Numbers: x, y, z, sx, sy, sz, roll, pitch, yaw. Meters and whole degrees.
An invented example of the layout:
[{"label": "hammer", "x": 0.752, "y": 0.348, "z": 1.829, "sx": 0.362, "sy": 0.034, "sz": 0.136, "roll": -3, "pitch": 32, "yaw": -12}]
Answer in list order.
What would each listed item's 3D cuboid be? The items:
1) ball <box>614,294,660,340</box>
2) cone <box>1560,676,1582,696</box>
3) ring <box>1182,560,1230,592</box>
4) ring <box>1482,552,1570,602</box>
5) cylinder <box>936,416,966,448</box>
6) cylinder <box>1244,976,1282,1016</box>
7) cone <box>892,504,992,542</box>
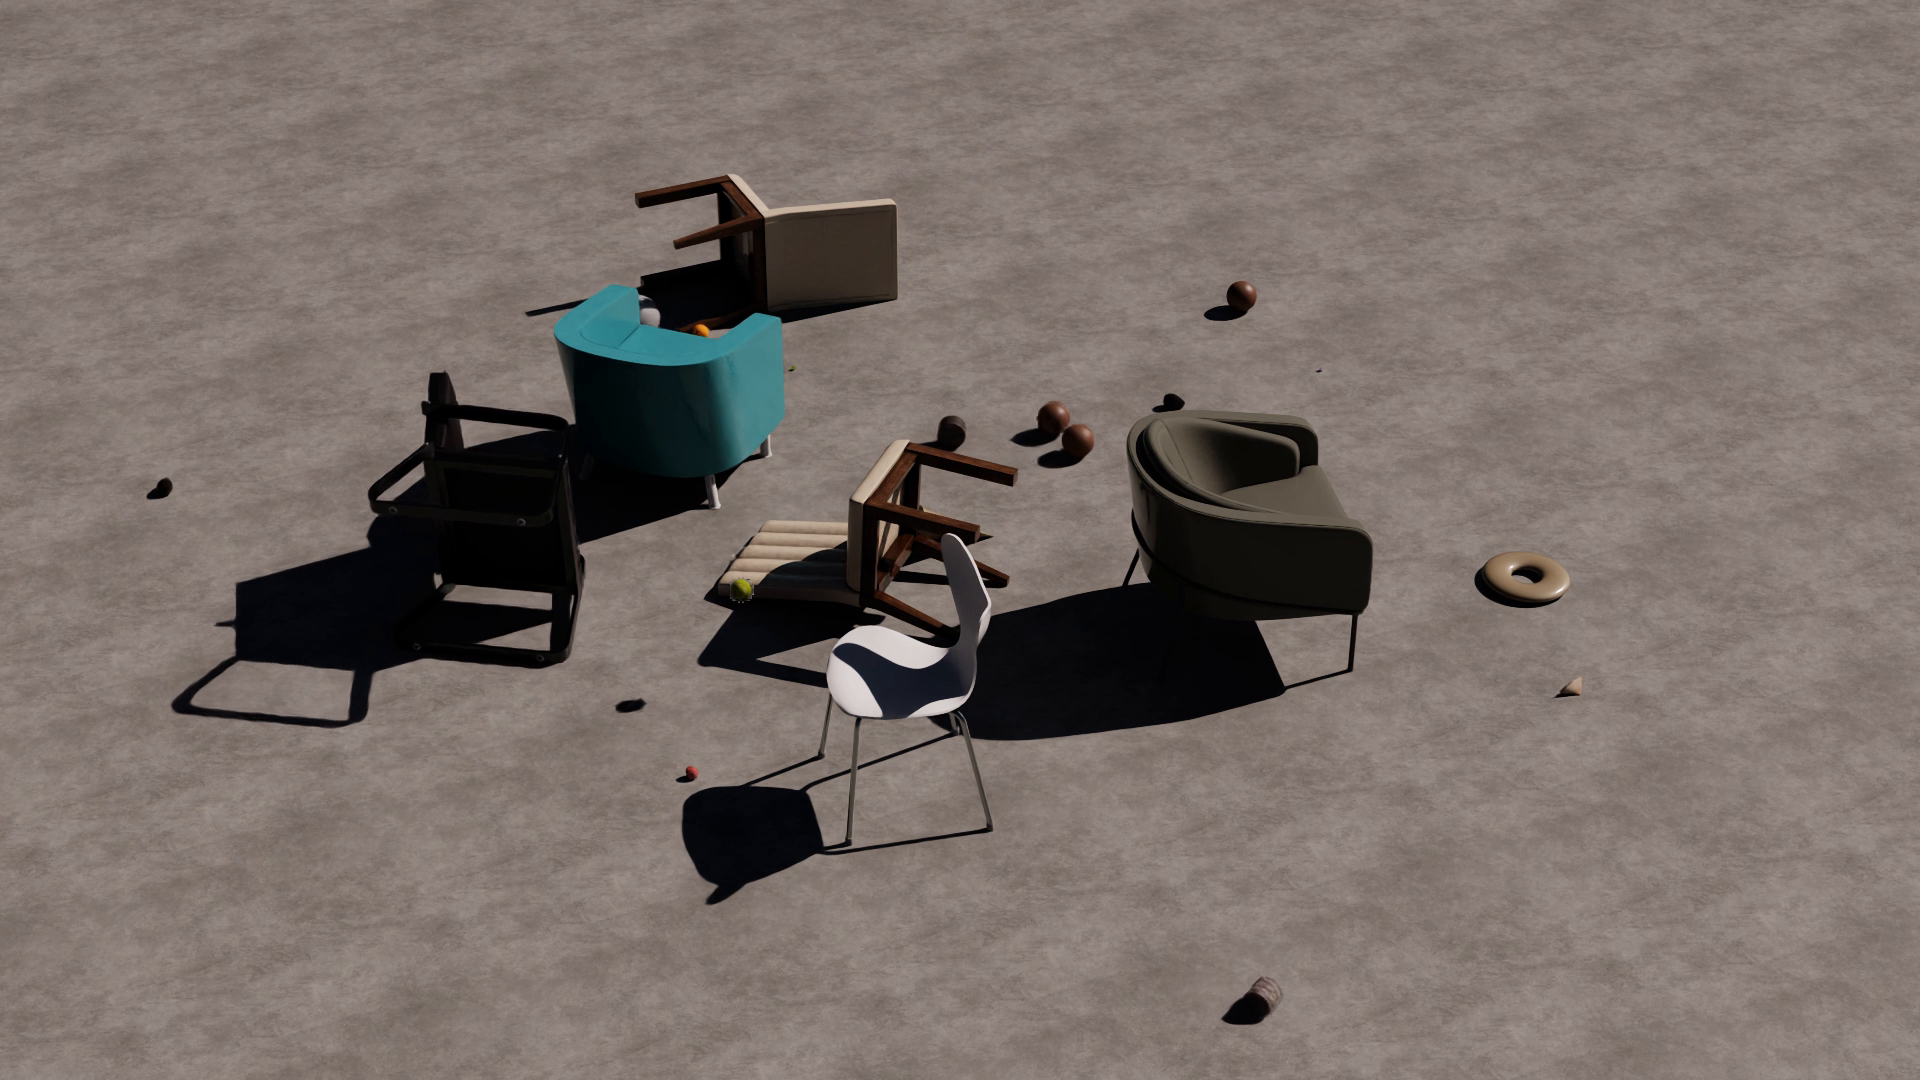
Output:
[{"label": "ball", "x": -1.340, "y": -0.924, "z": 12.173, "sx": 0.191, "sy": 0.191, "sz": 0.191, "roll": 0, "pitch": 33, "yaw": 0}, {"label": "cone", "x": 2.129, "y": 0.518, "z": 10.139, "sx": 0.122, "sy": 0.048, "sz": 0.053, "roll": -28, "pitch": 67, "yaw": -32}, {"label": "ring", "x": 0.900, "y": 0.129, "z": 10.698, "sx": 0.176, "sy": 0.057, "sz": 0.156, "roll": 3, "pitch": 35, "yaw": 6}, {"label": "ring", "x": 2.066, "y": 0.134, "z": 10.700, "sx": 0.322, "sy": 0.045, "sz": 0.315, "roll": 28, "pitch": 42, "yaw": 35}, {"label": "cylinder", "x": -0.033, "y": -0.423, "z": 11.483, "sx": 0.111, "sy": 0.113, "sz": 0.063, "roll": -6, "pitch": 33, "yaw": 7}, {"label": "cylinder", "x": 0.909, "y": 1.368, "z": 8.791, "sx": 0.090, "sy": 0.080, "sz": 0.082, "roll": 51, "pitch": 45, "yaw": -2}, {"label": "cone", "x": -0.032, "y": -0.038, "z": 10.899, "sx": 0.351, "sy": 0.131, "sz": 0.315, "roll": 9, "pitch": -14, "yaw": -22}]
